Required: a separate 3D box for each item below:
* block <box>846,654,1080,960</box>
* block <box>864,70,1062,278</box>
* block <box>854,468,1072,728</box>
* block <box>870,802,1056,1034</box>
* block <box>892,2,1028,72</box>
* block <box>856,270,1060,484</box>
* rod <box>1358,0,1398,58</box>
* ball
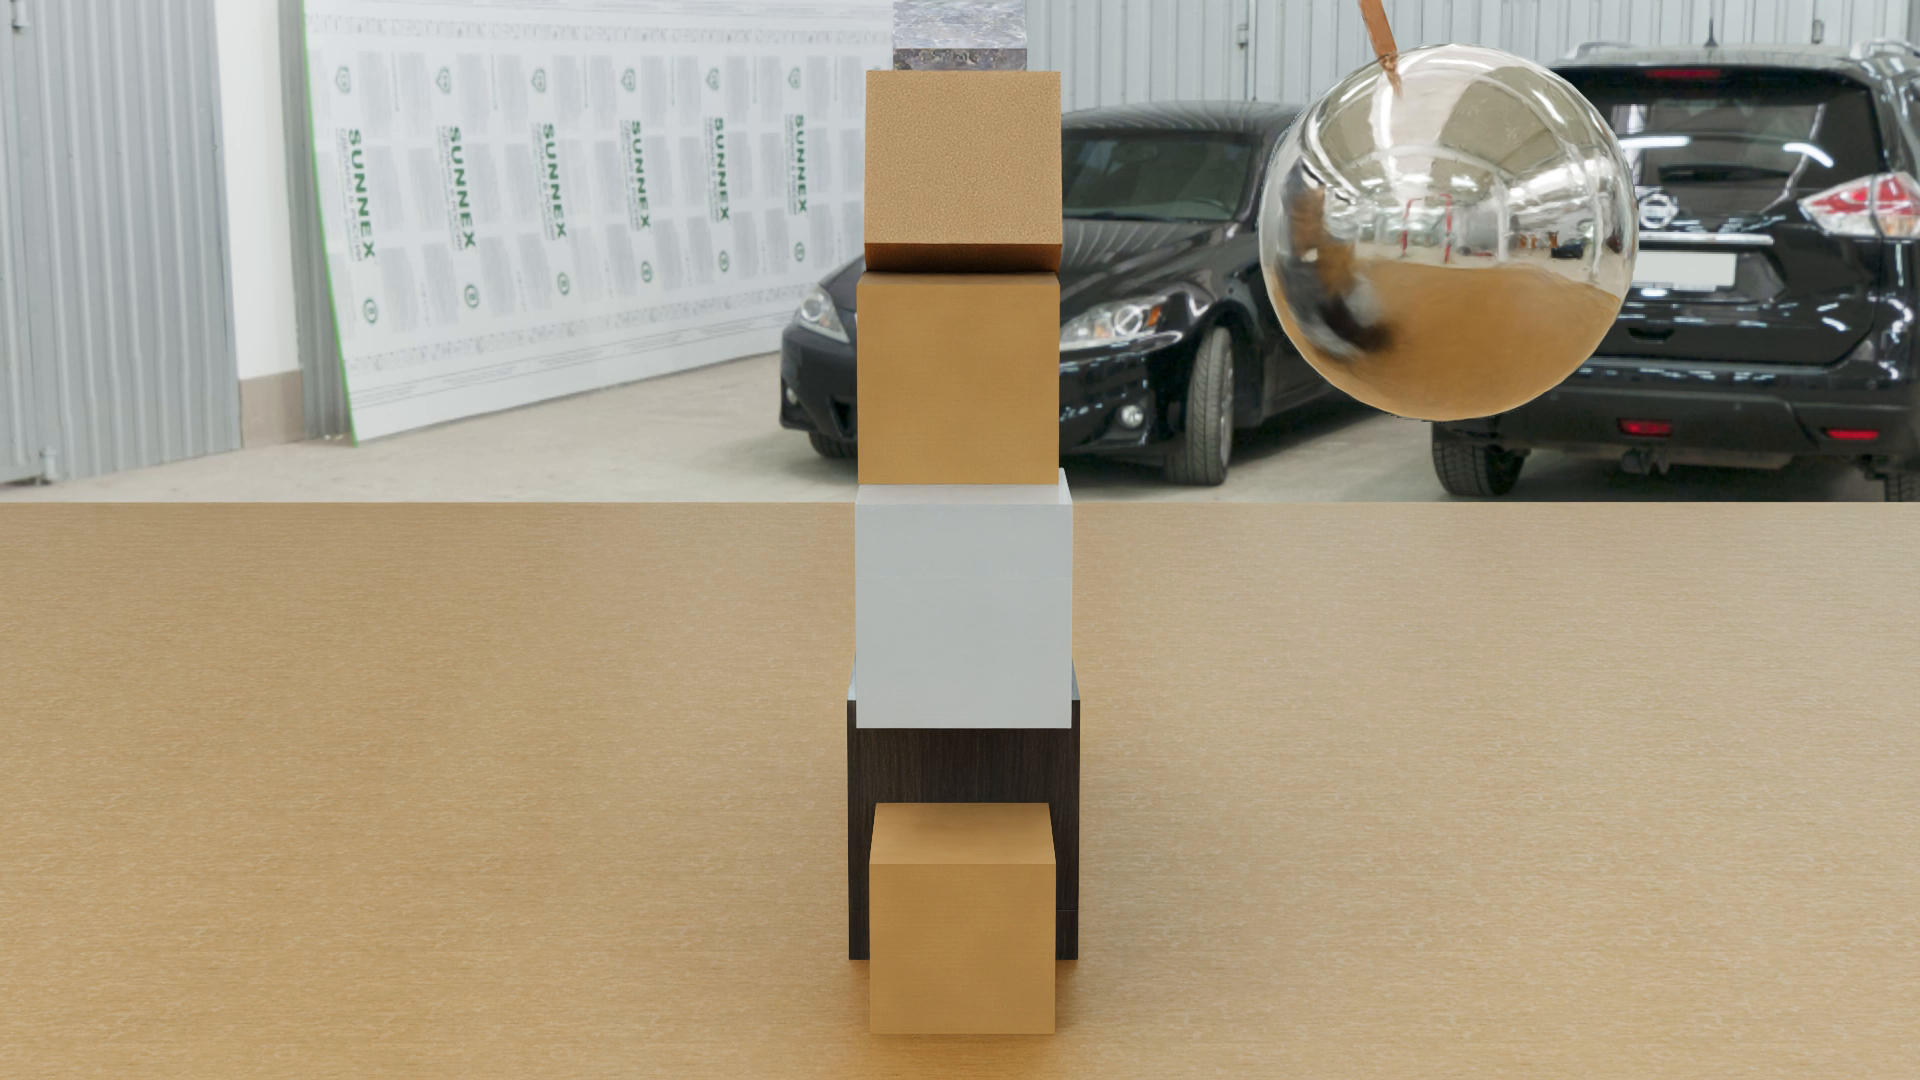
[{"bbox_3d":[0.014,1.069,10.692,0.921,1.072,0.992,0,10,0],"label":"block"},{"bbox_3d":[0.010,-1.456,10.729,0.794,0.753,0.734,0,-15,-1],"label":"block"},{"bbox_3d":[0.015,0.209,10.037,0.809,0.855,0.895,0,10,0],"label":"block"},{"bbox_3d":[0.009,1.436,9.839,0.683,0.655,0.798,0,10,0],"label":"block"},{"bbox_3d":[-0.004,-2.033,11.549,0.587,0.593,0.643,0,29,-1],"label":"block"},{"bbox_3d":[-0.006,-0.663,10.277,0.780,0.775,0.732,0,10,0],"label":"block"},{"bbox_3d":[0.899,-4.446,10.372,0.080,5.200,0.080,-20,10,4],"label":"rod"},{"bbox_3d":[2.074,-1.307,10.943,1.600,1.600,1.600,0,10,0],"label":"ball"}]
